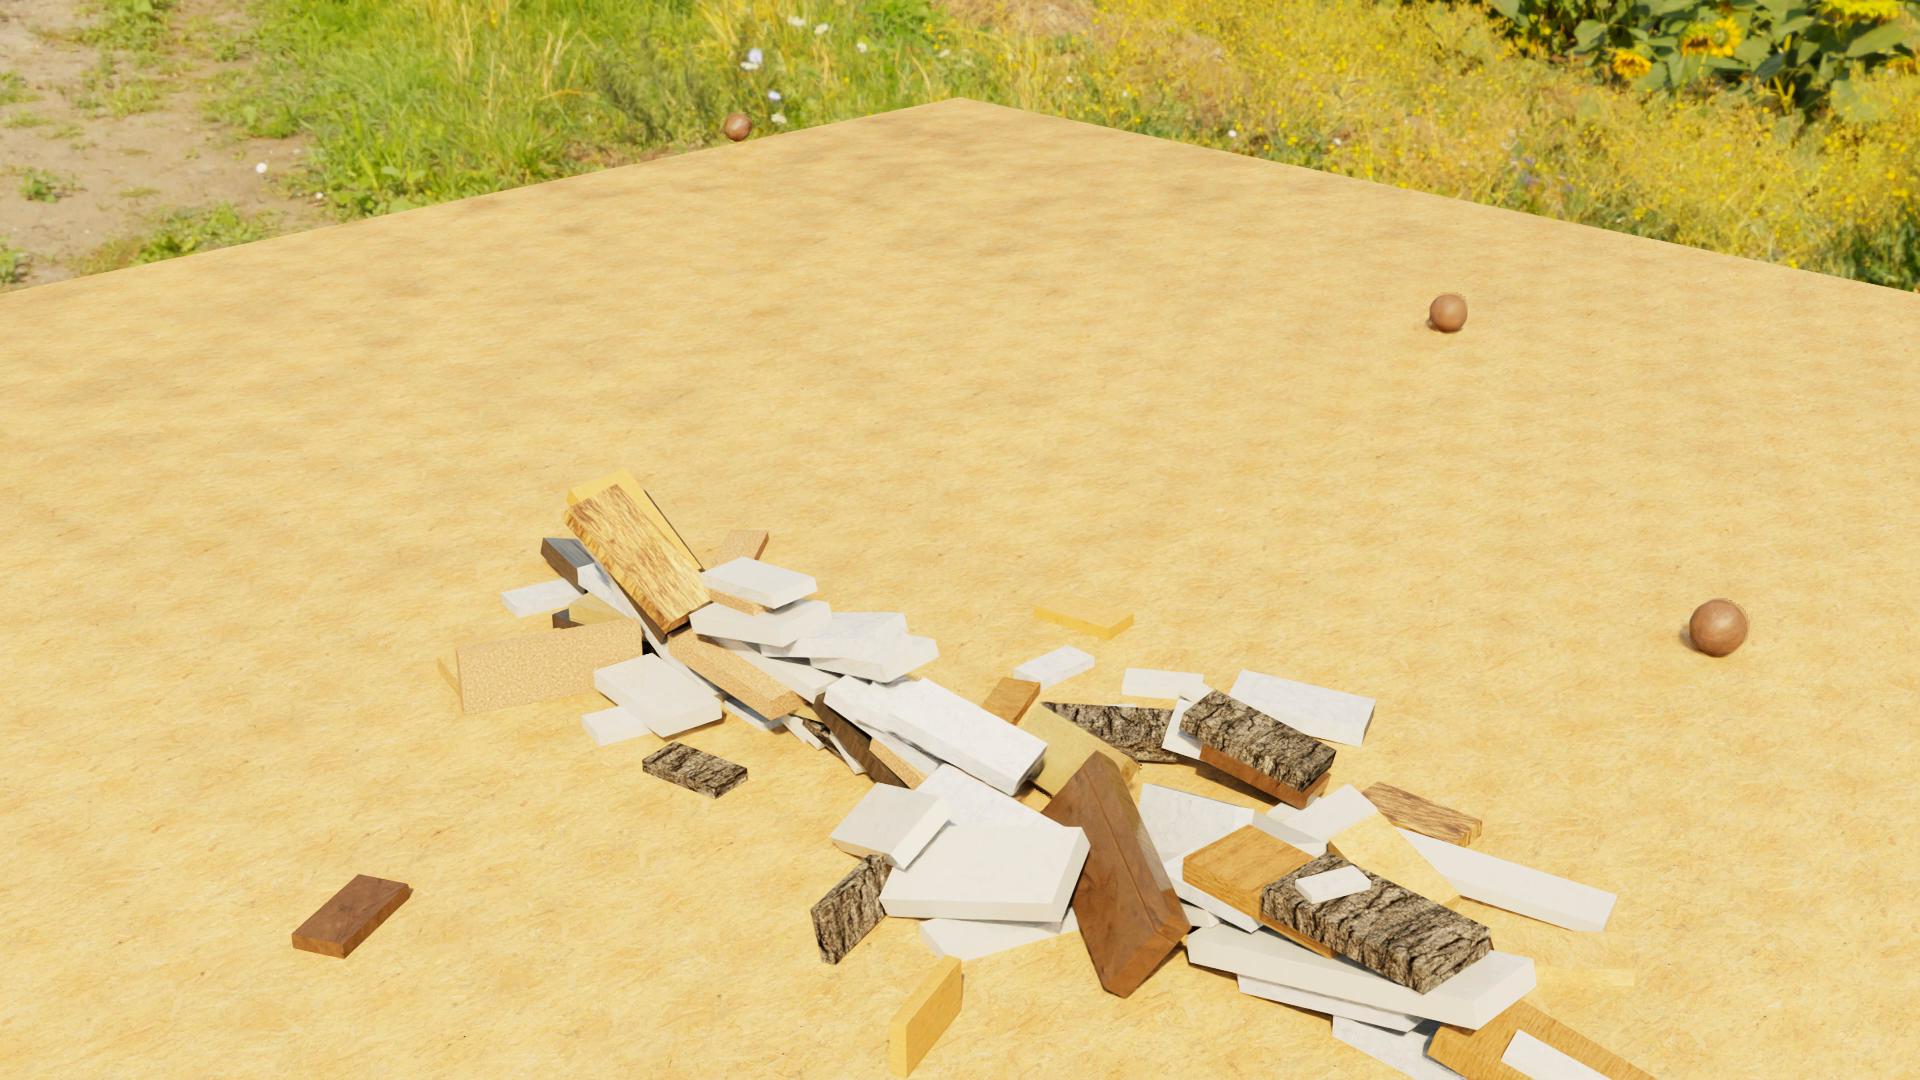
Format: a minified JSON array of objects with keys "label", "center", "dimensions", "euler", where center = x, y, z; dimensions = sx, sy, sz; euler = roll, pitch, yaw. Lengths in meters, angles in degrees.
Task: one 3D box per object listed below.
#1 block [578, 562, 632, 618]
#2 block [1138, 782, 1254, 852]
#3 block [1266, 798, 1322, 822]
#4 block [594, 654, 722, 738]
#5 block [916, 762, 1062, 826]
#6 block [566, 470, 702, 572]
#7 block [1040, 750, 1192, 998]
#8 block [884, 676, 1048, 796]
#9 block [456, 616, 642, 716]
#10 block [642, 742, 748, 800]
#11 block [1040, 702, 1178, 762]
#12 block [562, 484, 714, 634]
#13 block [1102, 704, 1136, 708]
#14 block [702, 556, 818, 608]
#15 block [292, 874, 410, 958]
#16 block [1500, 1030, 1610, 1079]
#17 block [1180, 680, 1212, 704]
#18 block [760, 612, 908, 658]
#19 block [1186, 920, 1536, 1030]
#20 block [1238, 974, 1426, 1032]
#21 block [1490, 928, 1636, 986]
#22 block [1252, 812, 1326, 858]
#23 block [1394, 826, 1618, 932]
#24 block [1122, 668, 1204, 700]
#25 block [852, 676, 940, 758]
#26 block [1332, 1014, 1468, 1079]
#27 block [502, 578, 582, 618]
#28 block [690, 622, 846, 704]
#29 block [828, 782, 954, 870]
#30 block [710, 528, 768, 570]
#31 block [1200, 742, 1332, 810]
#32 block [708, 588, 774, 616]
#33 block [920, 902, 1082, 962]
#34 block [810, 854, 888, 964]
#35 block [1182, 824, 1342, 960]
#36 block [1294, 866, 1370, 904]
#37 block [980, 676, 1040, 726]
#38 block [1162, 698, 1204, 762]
[{"label":"block","center":[-0.758,0.116,5.202],"dimensions":[0.154,0.044,0.309],"euler":[-18,29,-35]},{"label":"block","center":[0.436,0.555,4.168],"dimensions":[0.041,0.144,0.288],"euler":[13,-3,-32]},{"label":"block","center":[0.741,0.574,4.365],"dimensions":[0.240,0.034,0.120],"euler":[20,30,38]},{"label":"block","center":[-0.666,0.339,4.836],"dimensions":[0.148,0.042,0.297],"euler":[-17,28,-34]},{"label":"block","center":[0.028,0.562,4.223],"dimensions":[0.180,0.051,0.359],"euler":[-41,37,-22]},{"label":"block","center":[-0.735,-0.013,4.948],"dimensions":[0.154,0.044,0.309],"euler":[-24,65,-38]},{"label":"block","center":[0.277,0.606,4.059],"dimensions":[0.051,0.180,0.534],"euler":[33,16,-25]},{"label":"block","center":[0.013,0.390,4.388],"dimensions":[0.292,0.041,0.146],"euler":[27,36,14]},{"label":"block","center":[-0.913,0.281,4.909],"dimensions":[0.407,0.148,0.042],"euler":[-9,25,-21]},{"label":"block","center":[-0.554,0.480,4.593],"dimensions":[0.203,0.029,0.101],"euler":[16,28,32]},{"label":"block","center":[0.315,0.409,4.693],"dimensions":[0.302,0.043,0.151],"euler":[3,25,6]},{"label":"block","center":[-0.705,0.038,4.860],"dimensions":[0.358,0.042,0.148],"euler":[46,49,15]},{"label":"block","center":[0.327,0.385,4.831],"dimensions":[0.127,0.018,0.063],"euler":[-2,23,-5]},{"label":"block","center":[-0.436,0.090,4.743],"dimensions":[0.109,0.031,0.307],"euler":[-23,20,-30]},{"label":"block","center":[-1.129,0.697,4.080],"dimensions":[0.109,0.031,0.218],"euler":[8,24,17]},{"label":"block","center":[1.042,0.892,3.463],"dimensions":[0.383,0.019,0.068],"euler":[27,36,21]},{"label":"block","center":[0.554,0.355,4.858],"dimensions":[0.127,0.018,0.063],"euler":[31,31,28]},{"label":"block","center":[-0.270,0.200,4.643],"dimensions":[0.295,0.042,0.148],"euler":[-1,20,40]},{"label":"block","center":[0.671,0.716,3.746],"dimensions":[0.172,0.049,0.605],"euler":[-21,16,-40]},{"label":"block","center":[0.674,0.755,3.802],"dimensions":[0.178,0.050,0.356],"euler":[-21,16,-40]},{"label":"block","center":[1.078,0.749,3.953],"dimensions":[0.239,0.034,0.120],"euler":[2,23,4]},{"label":"block","center":[0.585,0.567,4.225],"dimensions":[0.112,0.032,0.223],"euler":[2,9,-32]},{"label":"block","center":[0.984,0.638,4.169],"dimensions":[0.492,0.032,0.112],"euler":[15,28,23]},{"label":"block","center":[0.458,0.326,4.961],"dimensions":[0.176,0.025,0.088],"euler":[4,23,10]},{"label":"block","center":[-0.062,0.366,4.468],"dimensions":[0.277,0.039,0.139],"euler":[24,36,12]},{"label":"block","center":[0.825,0.850,3.694],"dimensions":[0.178,0.050,0.356],"euler":[-21,31,-41]},{"label":"block","center":[-1.011,0.138,5.400],"dimensions":[0.202,0.029,0.101],"euler":[-14,27,-29]},{"label":"block","center":[-0.400,0.228,4.777],"dimensions":[0.139,0.039,0.433],"euler":[-23,37,-37]},{"label":"block","center":[-0.134,0.544,4.208],"dimensions":[0.146,0.041,0.292],"euler":[-47,19,-19]},{"label":"block","center":[-0.565,0.034,5.645],"dimensions":[0.100,0.028,0.247],"euler":[3,23,6]},{"label":"block","center":[0.621,0.461,4.477],"dimensions":[0.240,0.034,0.120],"euler":[26,29,23]},{"label":"block","center":[-0.453,0.118,4.767],"dimensions":[0.100,0.028,0.200],"euler":[-22,20,-29]},{"label":"block","center":[0.079,0.710,4.049],"dimensions":[0.289,0.030,0.107],"euler":[-11,25,-24]},{"label":"block","center":[-0.196,0.674,4.029],"dimensions":[0.030,0.107,0.214],"euler":[-1,20,30]},{"label":"block","center":[0.577,0.614,3.872],"dimensions":[0.172,0.049,0.344],"euler":[-20,29,-36]},{"label":"block","center":[0.632,0.584,3.729],"dimensions":[0.113,0.016,0.057],"euler":[-11,24,-20]},{"label":"block","center":[0.092,0.376,4.842],"dimensions":[0.088,0.025,0.273],"euler":[8,24,18]},{"label":"block","center":[0.586,0.430,4.610],"dimensions":[0.302,0.043,0.151],"euler":[17,26,8]}]
